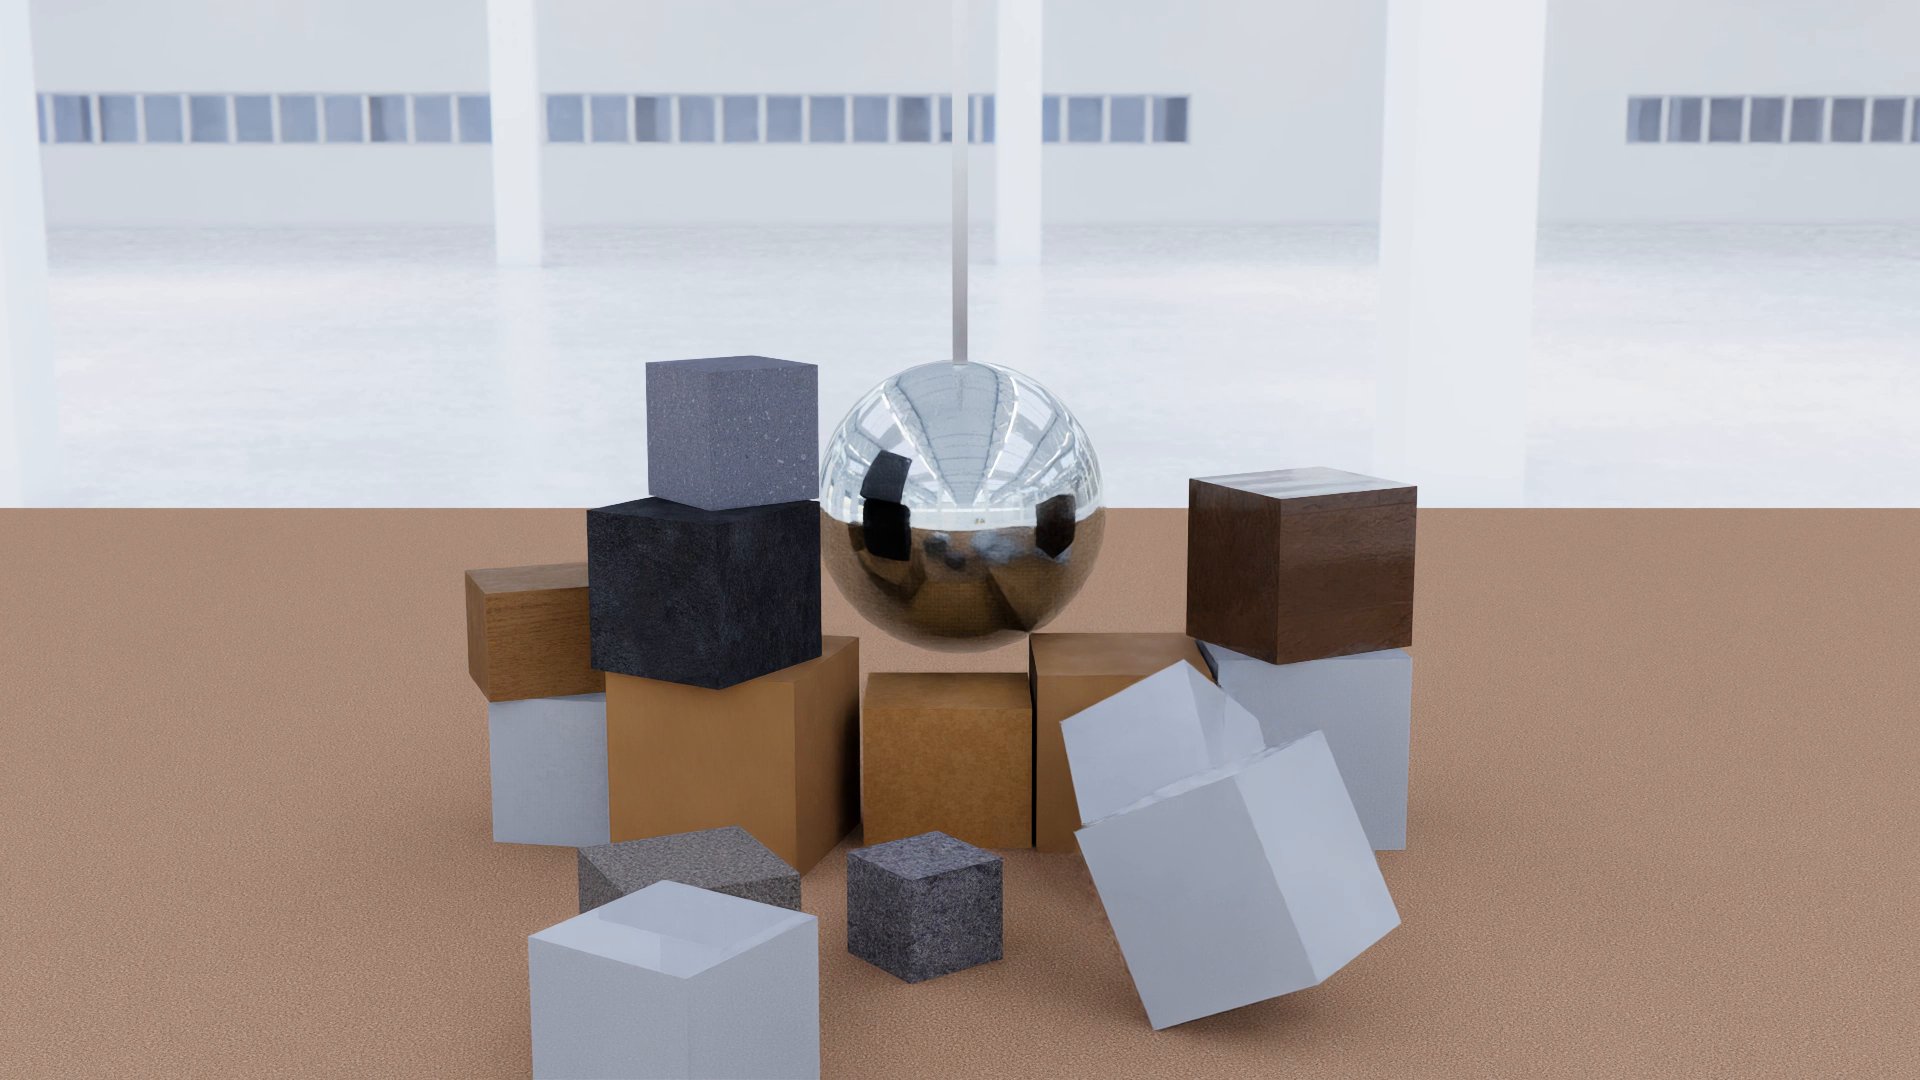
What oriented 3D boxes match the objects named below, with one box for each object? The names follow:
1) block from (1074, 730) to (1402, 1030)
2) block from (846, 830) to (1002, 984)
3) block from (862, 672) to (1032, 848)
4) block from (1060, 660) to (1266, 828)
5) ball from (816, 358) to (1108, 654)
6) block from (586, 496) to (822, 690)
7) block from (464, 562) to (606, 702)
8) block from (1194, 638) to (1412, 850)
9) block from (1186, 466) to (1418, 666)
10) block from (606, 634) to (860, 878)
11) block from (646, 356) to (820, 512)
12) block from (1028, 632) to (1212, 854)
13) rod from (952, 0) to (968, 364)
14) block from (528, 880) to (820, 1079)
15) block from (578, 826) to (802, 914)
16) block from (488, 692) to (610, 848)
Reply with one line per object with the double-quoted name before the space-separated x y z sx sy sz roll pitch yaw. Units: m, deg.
"block" 1.133 1.370 8.924 0.787 0.849 0.804 -25 -6 35
"block" -0.154 1.587 9.555 0.489 0.459 0.476 -8 13 -36
"block" -0.062 1.125 11.369 0.842 0.719 0.763 0 10 0
"block" 0.996 1.105 10.219 0.684 0.647 0.709 -29 -42 22
"ball" 0.000 -0.182 11.941 1.600 1.600 1.600 0 10 0
"block" -1.232 0.216 10.678 0.785 0.776 0.812 6 12 32
"block" -2.153 0.460 11.258 0.634 0.550 0.648 -4 11 -21
"block" 1.739 0.992 11.369 0.960 0.981 0.913 0 10 -2
"block" 1.728 0.110 11.180 0.852 0.821 0.765 -6 12 -29
"block" -1.114 1.049 11.034 0.961 0.989 1.005 3 11 15
"block" -1.119 -0.539 10.809 0.617 0.659 0.599 -8 13 -37
"block" 0.805 1.029 11.357 0.860 0.912 0.945 0 10 -1
"rod" 0.000 -3.419 10.903 0.080 5.200 0.080 0 18 0
"block" -1.017 1.742 7.903 0.727 0.744 0.726 7 12 33
"block" -1.085 1.611 8.801 0.693 0.682 0.694 -5 11 -26
"block" -1.938 1.106 11.364 0.736 0.758 0.720 2 10 10
